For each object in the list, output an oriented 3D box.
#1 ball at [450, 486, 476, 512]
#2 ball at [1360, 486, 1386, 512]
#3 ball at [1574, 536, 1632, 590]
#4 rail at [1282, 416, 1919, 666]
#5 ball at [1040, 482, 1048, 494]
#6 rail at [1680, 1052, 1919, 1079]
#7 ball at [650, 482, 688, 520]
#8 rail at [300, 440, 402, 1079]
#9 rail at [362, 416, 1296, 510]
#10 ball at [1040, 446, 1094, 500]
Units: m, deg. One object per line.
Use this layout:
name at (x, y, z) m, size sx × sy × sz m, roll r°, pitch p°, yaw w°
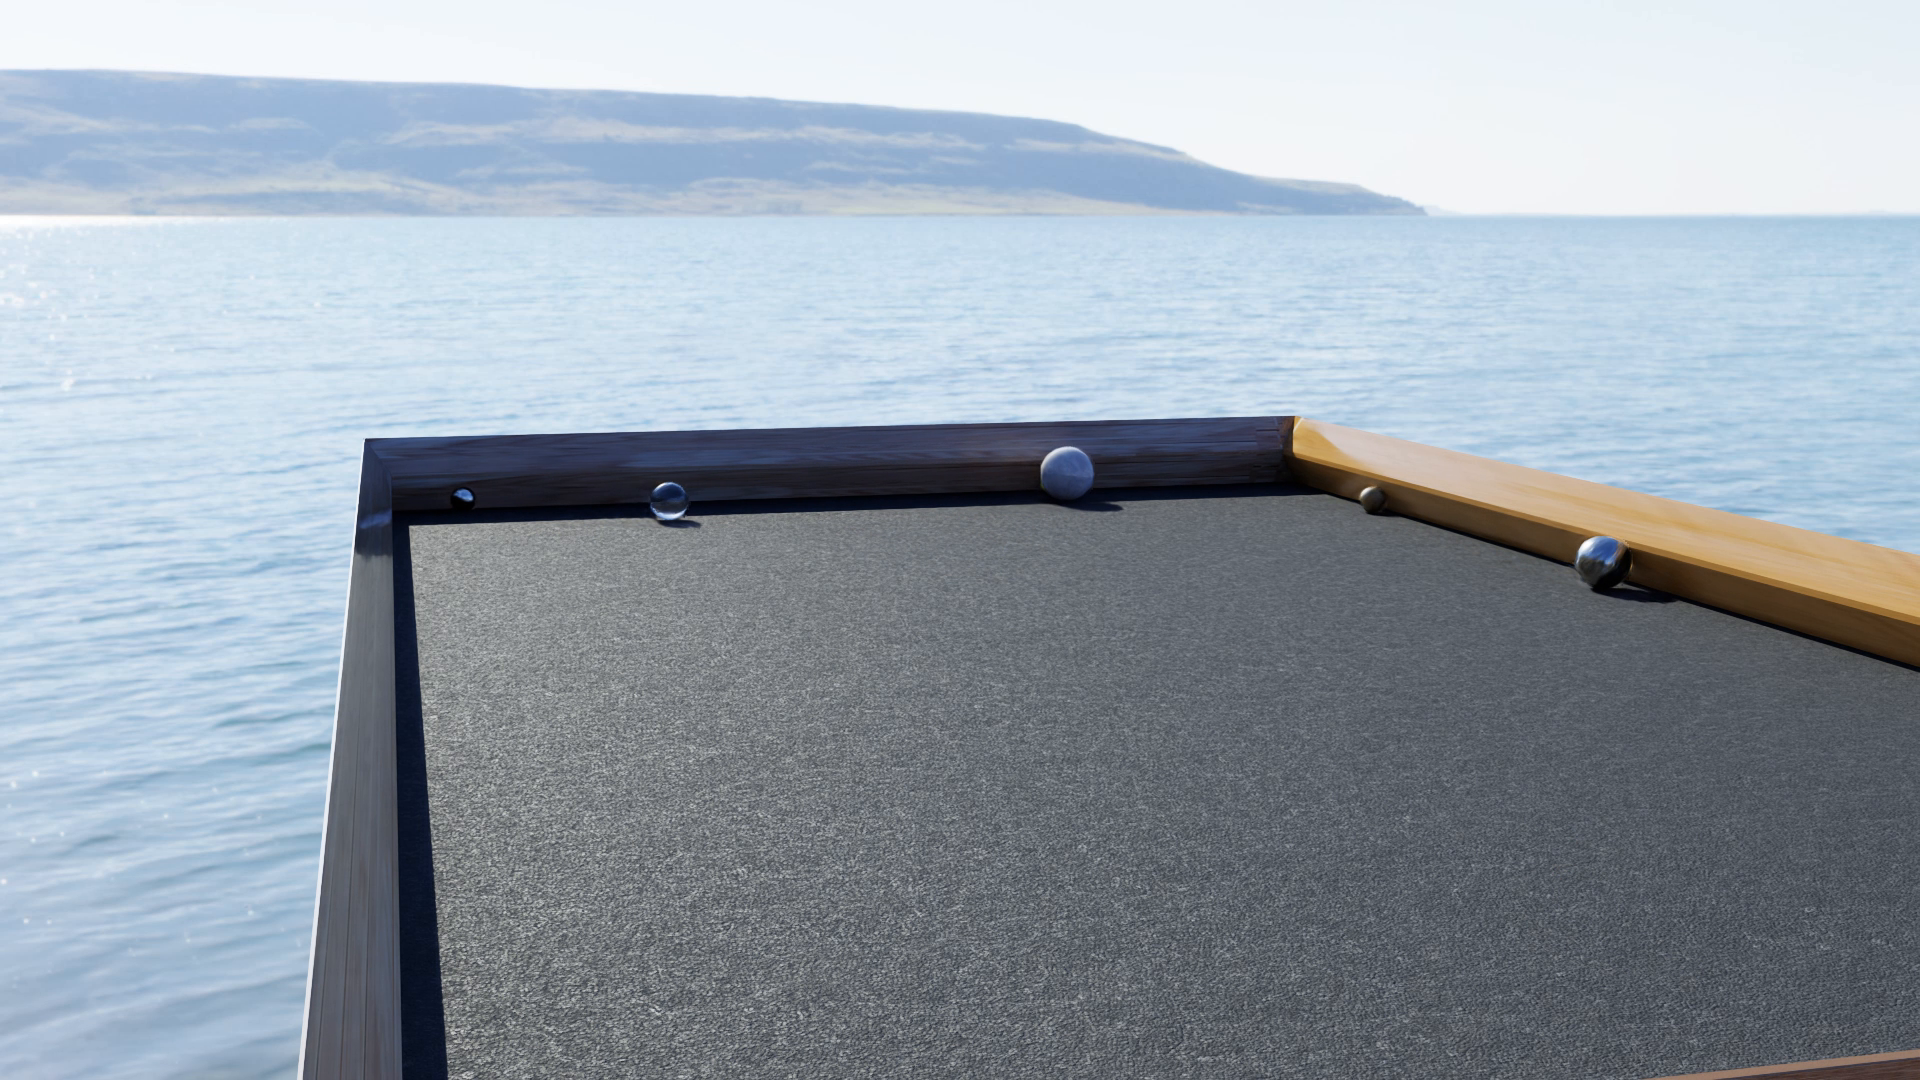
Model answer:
ball at (-0.877, -0.072, 3.883) m, size 0.044 × 0.044 × 0.044 m, roll 0°, pitch 8°, yaw 0°
ball at (0.726, -0.071, 3.871) m, size 0.046 × 0.046 × 0.046 m, roll 0°, pitch 8°, yaw 0°
ball at (0.901, 0.031, 3.083) m, size 0.076 × 0.076 × 0.076 m, roll 0°, pitch 8°, yaw 0°
rail at (1.027, 0.045, 2.803) m, size 0.045 × 0.128 × 3.144 m, roll -2°, pitch 9°, yaw -14°
ball at (0.171, -0.107, 4.125) m, size 0.042 × 0.042 × 0.042 m, roll 0°, pitch 8°, yaw 0°
rail at (0.583, 0.298, 1.108) m, size 1.764 × 0.128 × 0.045 m, roll -2°, pitch 9°, yaw -14°
ball at (-0.499, -0.066, 3.774) m, size 0.065 × 0.065 × 0.065 m, roll 0°, pitch 8°, yaw 0°
rail at (-0.635, 0.109, 2.379) m, size 0.045 × 0.128 × 3.144 m, roll -2°, pitch 9°, yaw -14°
rail at (-0.190, -0.144, 4.073) m, size 1.764 × 0.128 × 0.045 m, roll -2°, pitch 9°, yaw -14°
ball at (0.196, -0.121, 4.028) m, size 0.099 × 0.099 × 0.099 m, roll 0°, pitch 8°, yaw 0°
